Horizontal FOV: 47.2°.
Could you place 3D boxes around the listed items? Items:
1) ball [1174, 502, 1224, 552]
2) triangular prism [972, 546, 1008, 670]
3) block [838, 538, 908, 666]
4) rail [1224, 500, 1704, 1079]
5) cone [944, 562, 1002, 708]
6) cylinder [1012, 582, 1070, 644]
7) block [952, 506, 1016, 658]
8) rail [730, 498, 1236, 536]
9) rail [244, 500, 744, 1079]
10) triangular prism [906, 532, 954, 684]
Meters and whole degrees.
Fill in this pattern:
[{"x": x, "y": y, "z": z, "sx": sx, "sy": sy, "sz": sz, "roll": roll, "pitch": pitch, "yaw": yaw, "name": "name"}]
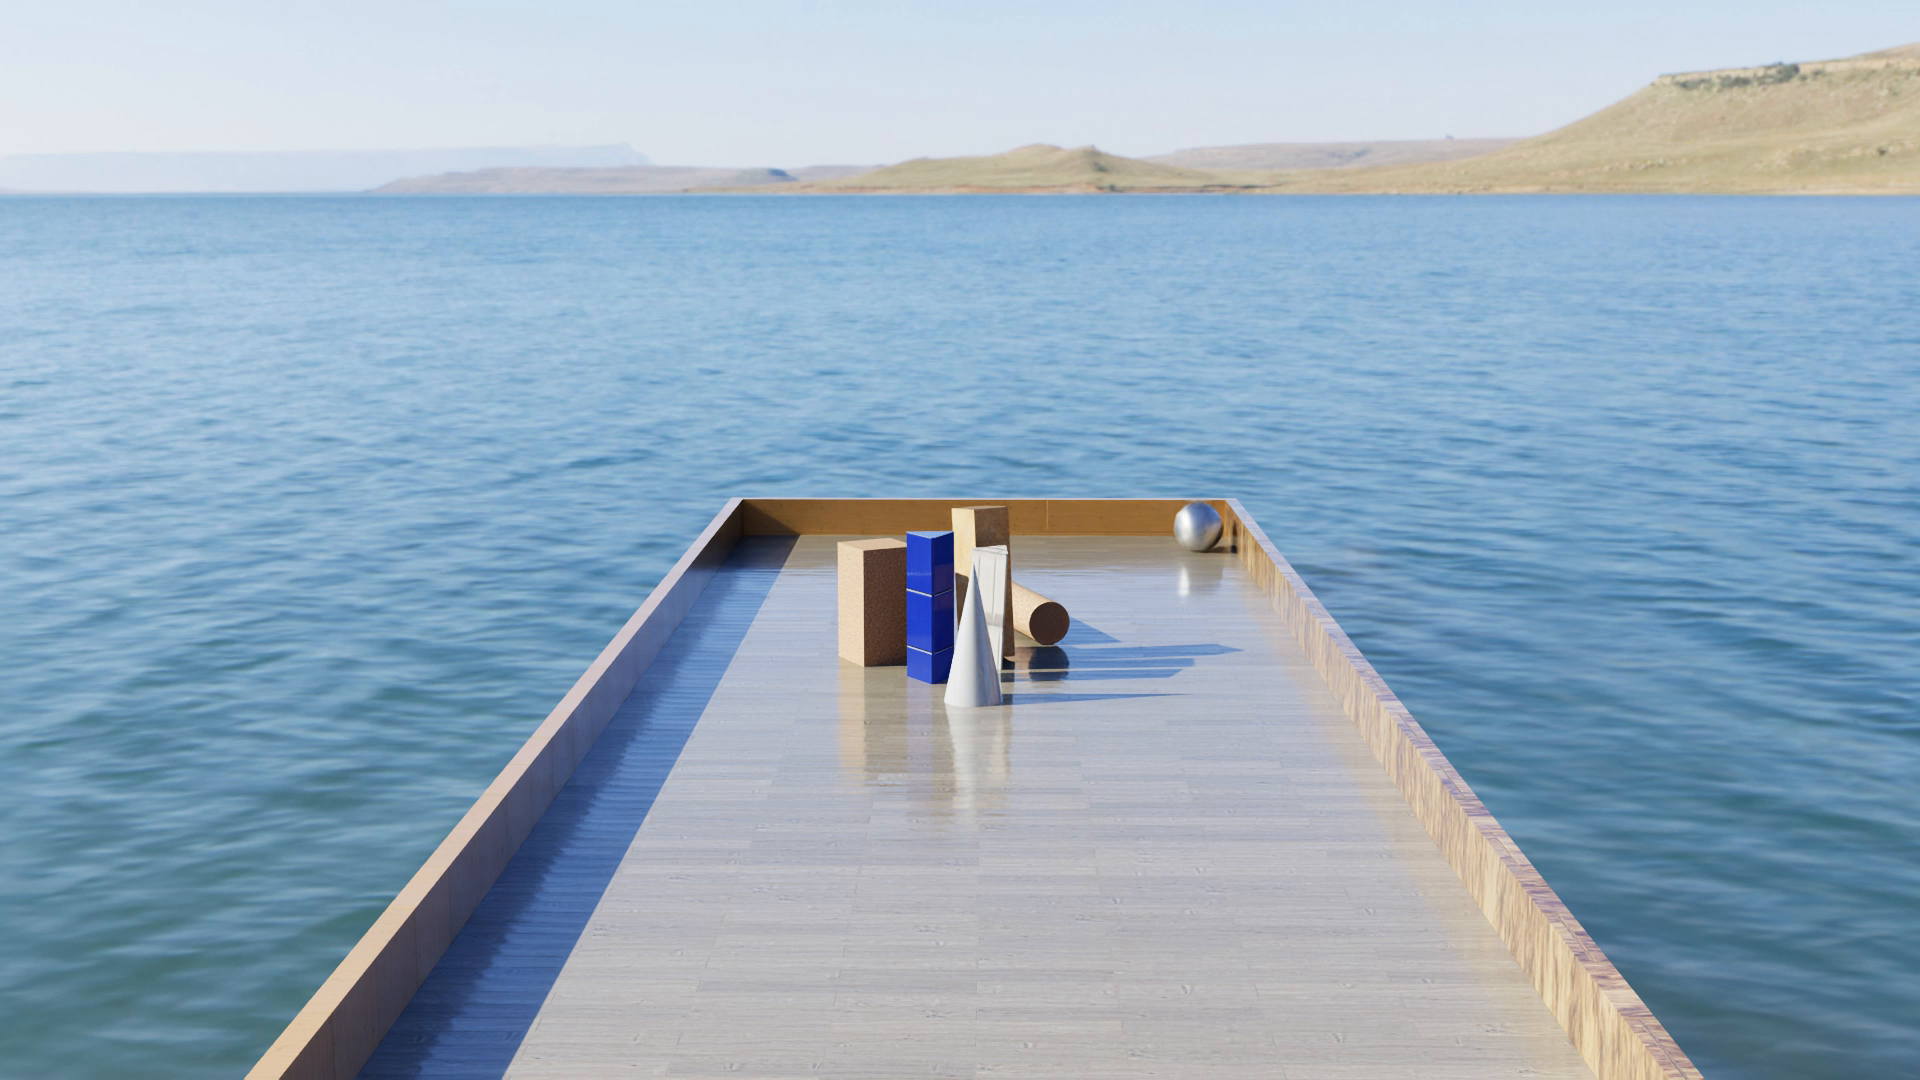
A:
[{"x": 0.946, "y": -0.054, "z": 8.722, "sx": 0.196, "sy": 0.196, "sz": 0.196, "roll": 0, "pitch": 9, "yaw": 0, "name": "ball"}, {"x": 0.104, "y": 0.198, "z": 6.593, "sx": 0.116, "sy": 0.356, "sz": 0.100, "roll": 9, "pitch": 14, "yaw": 26, "name": "triangular prism"}, {"x": -0.252, "y": 0.187, "z": 6.695, "sx": 0.177, "sy": 0.354, "sz": 0.177, "roll": -5, "pitch": 10, "yaw": -28, "name": "block"}, {"x": 1.046, "y": 0.843, "z": 3.208, "sx": 0.050, "sy": 0.150, "sz": 12.000, "roll": 0, "pitch": 9, "yaw": 1, "name": "rail"}, {"x": 0.038, "y": 0.252, "z": 6.140, "sx": 0.165, "sy": 0.399, "sz": 0.165, "roll": 0, "pitch": 9, "yaw": 0, "name": "cone"}, {"x": 0.208, "y": 0.228, "z": 7.133, "sx": 0.137, "sy": 0.137, "sz": 0.458, "roll": -3, "pitch": 10, "yaw": -19, "name": "cylinder"}, {"x": 0.072, "y": 0.128, "z": 6.712, "sx": 0.124, "sy": 0.456, "sz": 0.124, "roll": -6, "pitch": 5, "yaw": -32, "name": "block"}, {"x": 0.099, "y": -0.098, "z": 9.147, "sx": 2.100, "sy": 0.150, "sz": 0.050, "roll": 0, "pitch": 9, "yaw": 1, "name": "rail"}, {"x": -1.004, "y": 0.839, "z": 3.234, "sx": 0.050, "sy": 0.150, "sz": 12.000, "roll": 0, "pitch": 9, "yaw": 1, "name": "rail"}, {"x": -0.067, "y": 0.192, "z": 6.426, "sx": 0.119, "sy": 0.430, "sz": 0.137, "roll": -6, "pitch": 11, "yaw": -34, "name": "triangular prism"}]
